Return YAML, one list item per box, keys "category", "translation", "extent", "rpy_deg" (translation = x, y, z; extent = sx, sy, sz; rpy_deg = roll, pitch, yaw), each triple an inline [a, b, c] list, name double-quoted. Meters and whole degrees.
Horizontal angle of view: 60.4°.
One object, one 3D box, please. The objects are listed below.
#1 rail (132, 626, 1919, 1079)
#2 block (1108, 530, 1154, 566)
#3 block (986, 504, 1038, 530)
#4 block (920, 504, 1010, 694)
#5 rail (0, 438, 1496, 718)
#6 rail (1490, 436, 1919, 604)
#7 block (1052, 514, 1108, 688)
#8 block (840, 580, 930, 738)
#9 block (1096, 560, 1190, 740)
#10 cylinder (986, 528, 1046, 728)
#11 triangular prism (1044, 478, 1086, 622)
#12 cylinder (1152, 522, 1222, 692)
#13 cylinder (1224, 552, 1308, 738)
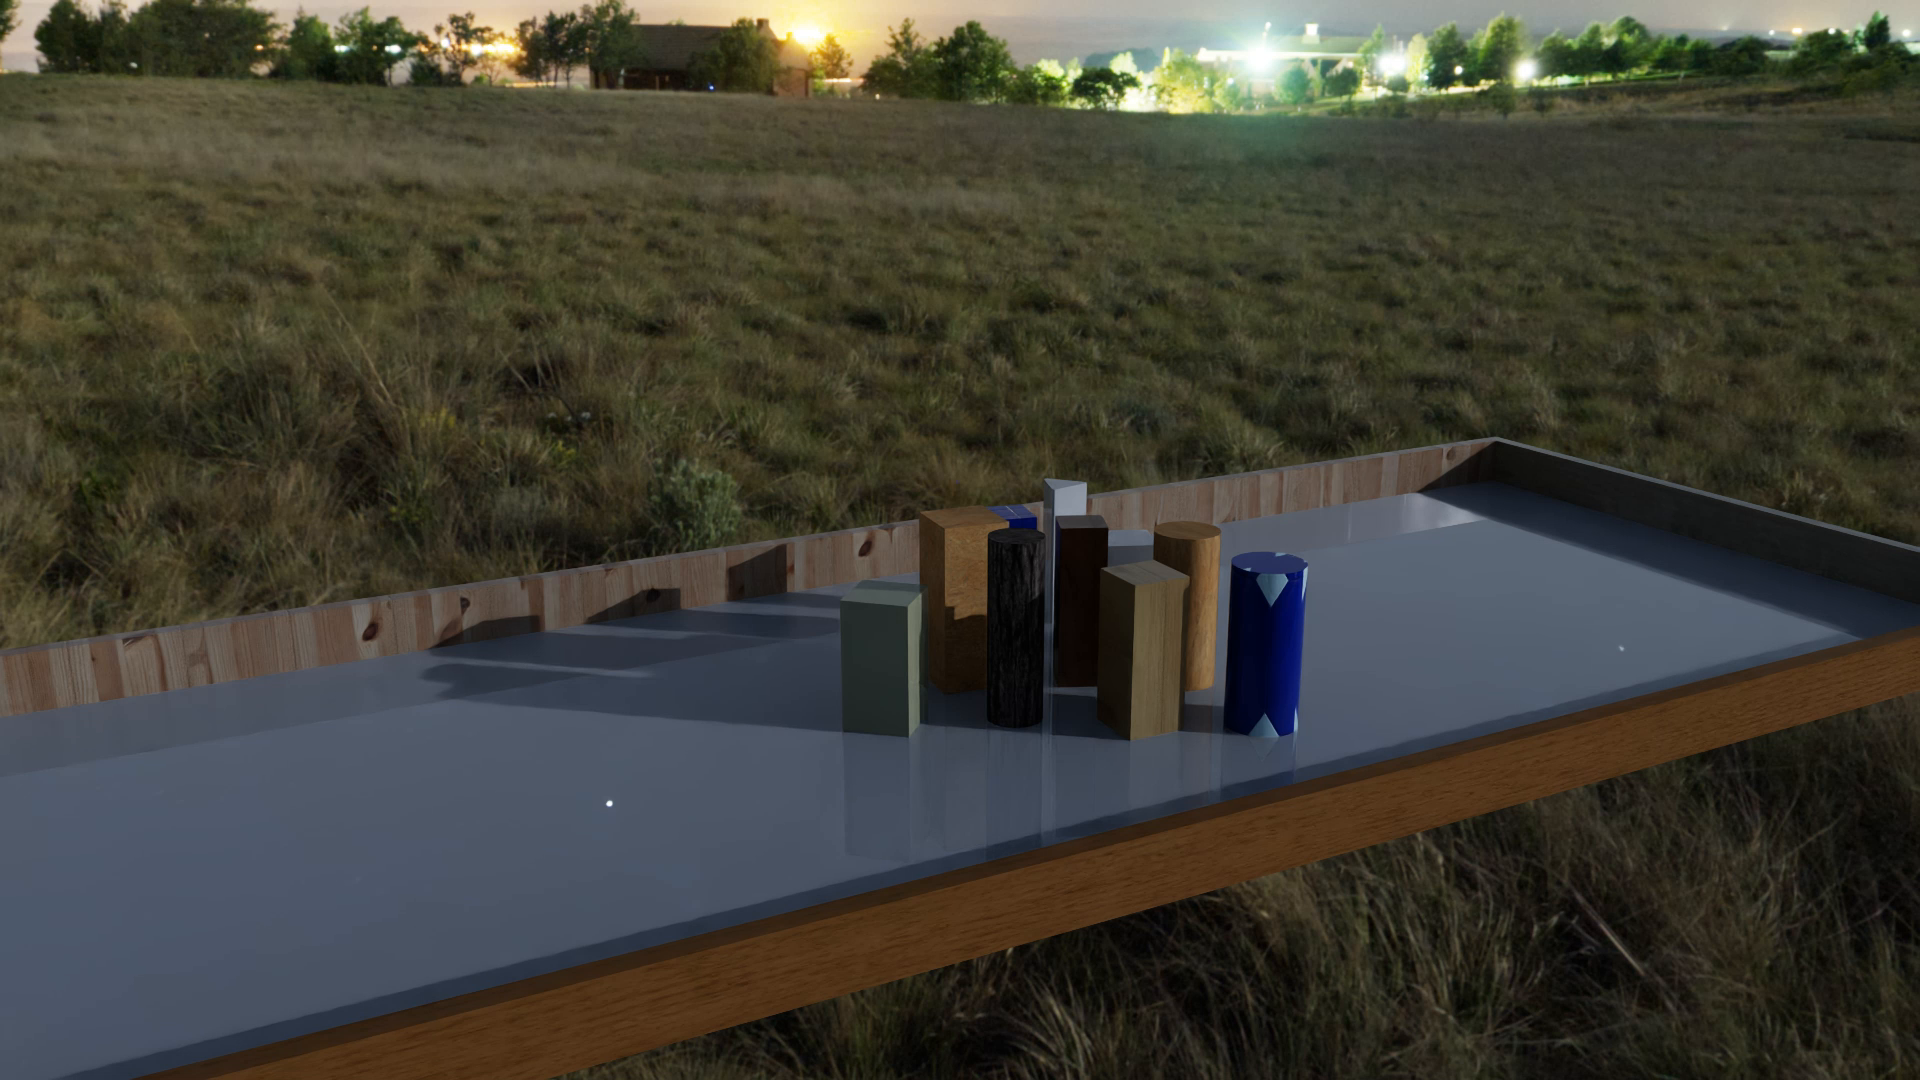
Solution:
- category: "rail"
  translation: [-2.336, 1.006, 1.665]
  extent: [12.000, 0.150, 0.050]
  rpy_deg: [-9, 18, -27]
- category: "block"
  translation: [0.428, 0.141, 4.330]
  extent: [0.145, 0.307, 0.145]
  rpy_deg: [-1, 16, -5]
- category: "block"
  translation: [0.119, 0.101, 4.370]
  extent: [0.131, 0.361, 0.131]
  rpy_deg: [-5, 17, -15]
- category: "block"
  translation: [0.009, 0.146, 4.104]
  extent: [0.169, 0.424, 0.169]
  rpy_deg: [-7, 18, -22]
- category: "rail"
  translation: [-3.305, 0.497, 3.399]
  extent: [12.000, 0.150, 0.050]
  rpy_deg: [-9, 18, -27]
- category: "rail"
  translation: [2.466, -0.048, 5.253]
  extent: [0.050, 0.150, 2.100]
  rpy_deg: [-9, 18, -27]
- category: "block"
  translation: [0.298, 0.152, 4.107]
  extent: [0.116, 0.411, 0.116]
  rpy_deg: [-1, 16, -3]
- category: "block"
  translation: [-0.174, 0.275, 3.855]
  extent: [0.162, 0.319, 0.162]
  rpy_deg: [5, 17, 15]
- category: "block"
  translation: [0.423, 0.254, 3.828]
  extent: [0.147, 0.374, 0.147]
  rpy_deg: [-8, 18, -26]
- category: "cylinder"
  translation: [0.130, 0.205, 3.859]
  extent: [0.133, 0.449, 0.133]
  rpy_deg: [0, 16, 0]
- category: "triangular prism"
  translation: [0.268, 0.024, 4.593]
  extent: [0.123, 0.383, 0.106]
  rpy_deg: [-13, 21, -37]
- category: "cylinder"
  translation: [0.559, 0.163, 4.104]
  extent: [0.164, 0.391, 0.164]
  rpy_deg: [0, 16, 0]
- category: "cylinder"
  translation: [0.708, 0.241, 3.832]
  extent: [0.174, 0.395, 0.174]
  rpy_deg: [0, 16, 0]
